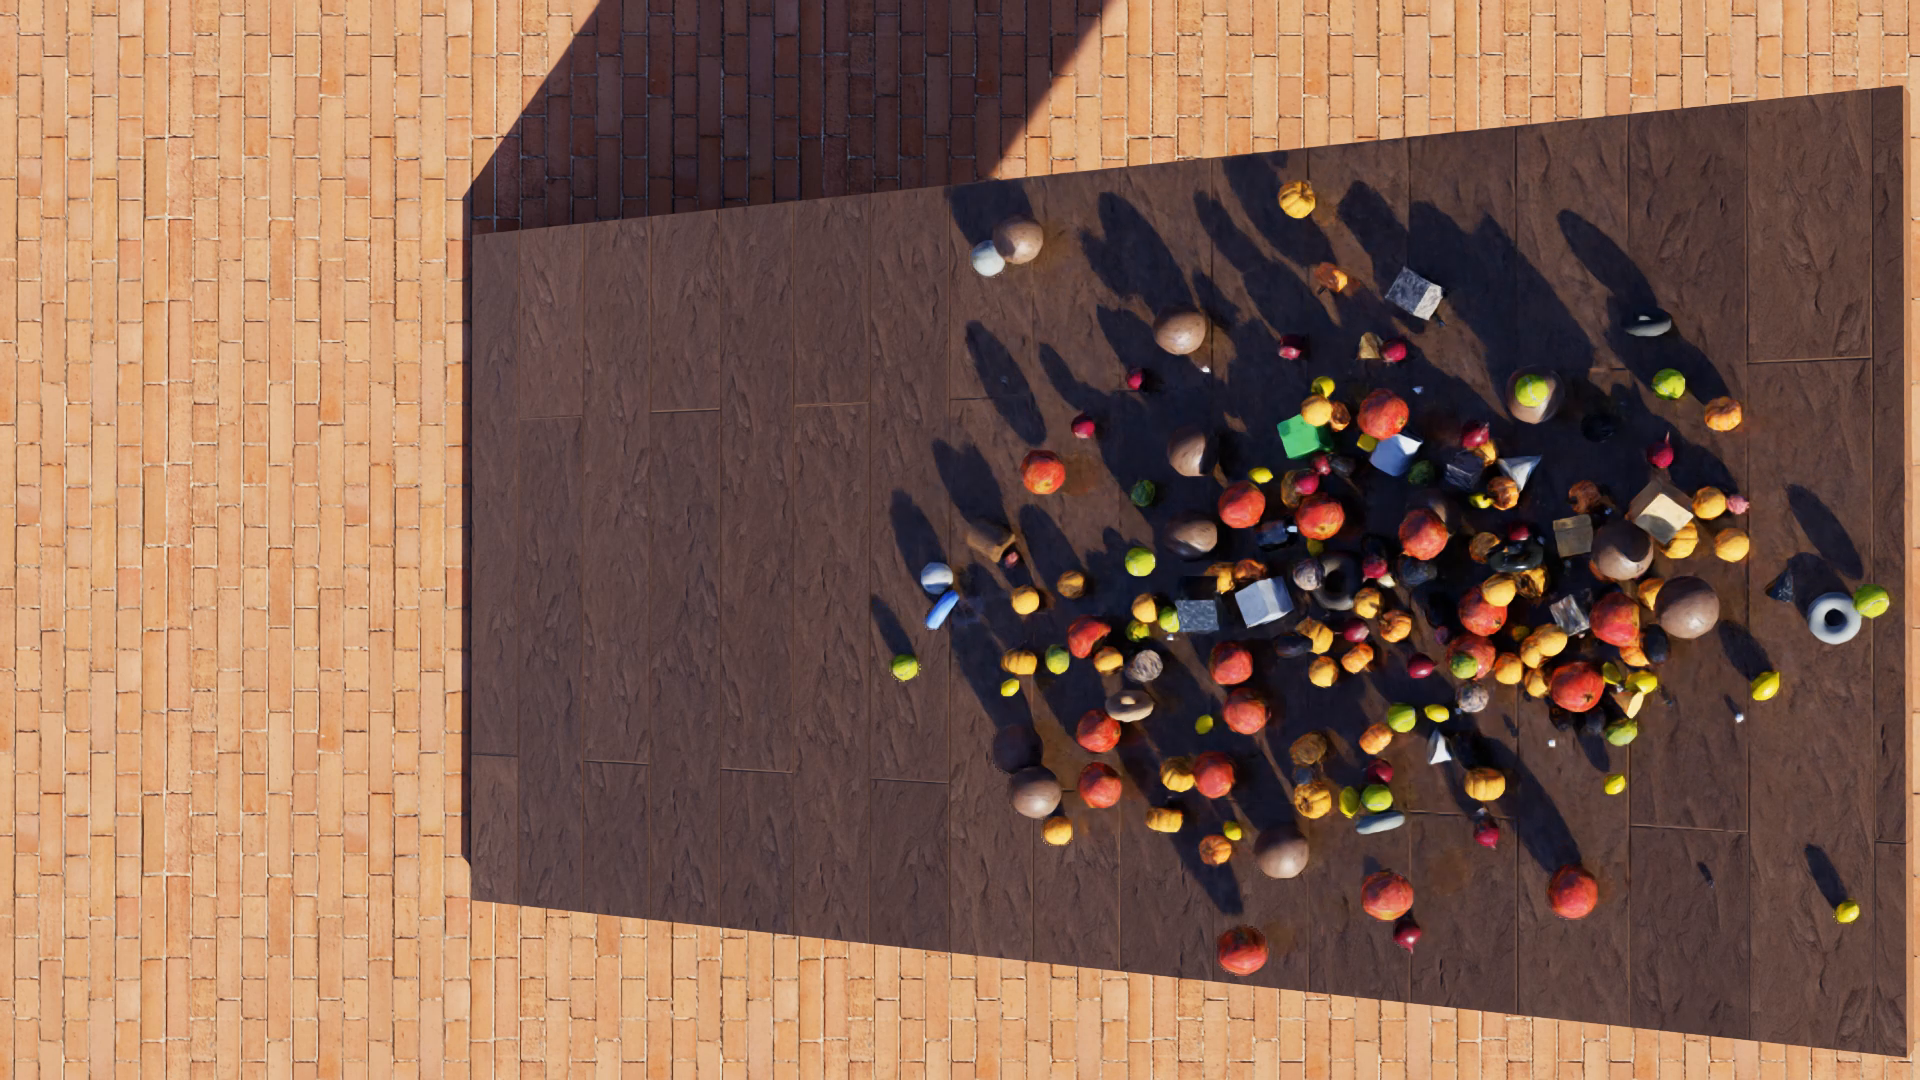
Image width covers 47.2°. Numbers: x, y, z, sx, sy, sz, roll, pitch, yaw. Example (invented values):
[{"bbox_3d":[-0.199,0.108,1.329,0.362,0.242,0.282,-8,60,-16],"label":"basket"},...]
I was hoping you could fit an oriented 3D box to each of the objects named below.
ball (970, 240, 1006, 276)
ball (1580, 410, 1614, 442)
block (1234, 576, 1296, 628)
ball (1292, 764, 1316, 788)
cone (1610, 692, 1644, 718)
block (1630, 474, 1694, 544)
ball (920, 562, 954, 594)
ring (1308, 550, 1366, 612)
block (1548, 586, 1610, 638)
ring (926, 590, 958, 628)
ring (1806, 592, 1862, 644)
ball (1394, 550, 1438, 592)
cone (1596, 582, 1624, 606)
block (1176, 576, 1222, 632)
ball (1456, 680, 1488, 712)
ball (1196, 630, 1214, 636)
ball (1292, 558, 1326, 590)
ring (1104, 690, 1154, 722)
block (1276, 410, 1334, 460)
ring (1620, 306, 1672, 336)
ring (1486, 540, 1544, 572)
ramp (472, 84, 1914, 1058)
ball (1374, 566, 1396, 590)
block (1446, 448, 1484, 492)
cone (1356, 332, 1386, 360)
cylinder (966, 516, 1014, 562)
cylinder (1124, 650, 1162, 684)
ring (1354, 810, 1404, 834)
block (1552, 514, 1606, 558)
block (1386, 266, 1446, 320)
[{"bbox_3d":[0.073,-0.721,5.621,0.091,0.091,0.091,0,89,0],"label":"ball"},{"bbox_3d":[1.393,-0.248,4.807,0.070,0.070,0.070,0,89,0],"label":"ball"},{"bbox_3d":[0.721,0.146,5.203,0.086,0.086,0.086,-11,74,-37],"label":"block"},{"bbox_3d":[0.797,0.546,5.102,0.055,0.055,0.055,0,89,0],"label":"ball"},{"bbox_3d":[1.433,0.343,4.755,0.063,0.063,0.063,27,89,37],"label":"cone"},{"bbox_3d":[1.470,-0.063,4.608,0.087,0.087,0.087,33,119,-7],"label":"block"},{"bbox_3d":[-0.060,0.098,5.698,0.085,0.085,0.085,0,89,0],"label":"ball"},{"bbox_3d":[0.880,0.095,5.144,0.148,0.049,0.148,0,90,33],"label":"ring"},{"bbox_3d":[1.356,0.159,4.817,0.076,0.076,0.076,-17,76,-24],"label":"block"},{"bbox_3d":[-0.046,0.178,5.677,0.039,0.116,0.116,36,90,1],"label":"ring"},{"bbox_3d":[1.819,0.162,4.575,0.109,0.036,0.109,0,91,32],"label":"ring"},{"bbox_3d":[1.027,0.069,4.957,0.096,0.096,0.096,0,89,0],"label":"ball"},{"bbox_3d":[1.406,0.124,4.783,0.055,0.055,0.055,-12,89,-12],"label":"cone"},{"bbox_3d":[0.567,0.151,5.215,0.093,0.093,0.093,-2,125,15],"label":"block"},{"bbox_3d":[1.133,0.347,4.865,0.071,0.071,0.071,0,89,0],"label":"ball"},{"bbox_3d":[0.589,0.195,5.309,0.069,0.069,0.069,0,89,0],"label":"ball"},{"bbox_3d":[0.812,0.079,5.112,0.077,0.077,0.077,0,89,0],"label":"ball"},{"bbox_3d":[0.413,0.403,5.359,0.121,0.121,0.040,-7,113,0],"label":"ring"},{"bbox_3d":[0.812,-0.246,5.166,0.087,0.087,0.087,-24,77,29],"label":"block"},{"bbox_3d":[1.481,-0.472,4.747,0.108,0.108,0.036,-7,119,0],"label":"ring"},{"bbox_3d":[1.210,0.035,4.795,0.123,0.123,0.041,-11,110,0],"label":"ring"},{"bbox_3d":[0.264,0.072,5.609,4.000,0.100,2.000,0,89,31],"label":"ramp"},{"bbox_3d":[0.983,0.088,5.078,0.052,0.052,0.052,0,89,0],"label":"ball"},{"bbox_3d":[1.127,-0.156,4.911,0.058,0.058,0.058,31,59,28],"label":"block"},{"bbox_3d":[0.942,-0.436,5.120,0.070,0.070,0.070,12,60,-23],"label":"cone"},{"bbox_3d":[0.077,-0.003,5.613,0.088,0.088,0.088,34,90,27],"label":"cylinder"},{"bbox_3d":[0.447,0.311,5.375,0.073,0.073,0.073,3,78,-17],"label":"cylinder"},{"bbox_3d":[0.963,0.646,5.046,0.115,0.115,0.038,-13,84,0],"label":"ring"},{"bbox_3d":[1.361,-0.009,4.830,0.082,0.082,0.082,-13,83,31],"label":"block"},{"bbox_3d":[1.042,-0.564,5.025,0.082,0.082,0.082,40,110,33],"label":"block"}]
